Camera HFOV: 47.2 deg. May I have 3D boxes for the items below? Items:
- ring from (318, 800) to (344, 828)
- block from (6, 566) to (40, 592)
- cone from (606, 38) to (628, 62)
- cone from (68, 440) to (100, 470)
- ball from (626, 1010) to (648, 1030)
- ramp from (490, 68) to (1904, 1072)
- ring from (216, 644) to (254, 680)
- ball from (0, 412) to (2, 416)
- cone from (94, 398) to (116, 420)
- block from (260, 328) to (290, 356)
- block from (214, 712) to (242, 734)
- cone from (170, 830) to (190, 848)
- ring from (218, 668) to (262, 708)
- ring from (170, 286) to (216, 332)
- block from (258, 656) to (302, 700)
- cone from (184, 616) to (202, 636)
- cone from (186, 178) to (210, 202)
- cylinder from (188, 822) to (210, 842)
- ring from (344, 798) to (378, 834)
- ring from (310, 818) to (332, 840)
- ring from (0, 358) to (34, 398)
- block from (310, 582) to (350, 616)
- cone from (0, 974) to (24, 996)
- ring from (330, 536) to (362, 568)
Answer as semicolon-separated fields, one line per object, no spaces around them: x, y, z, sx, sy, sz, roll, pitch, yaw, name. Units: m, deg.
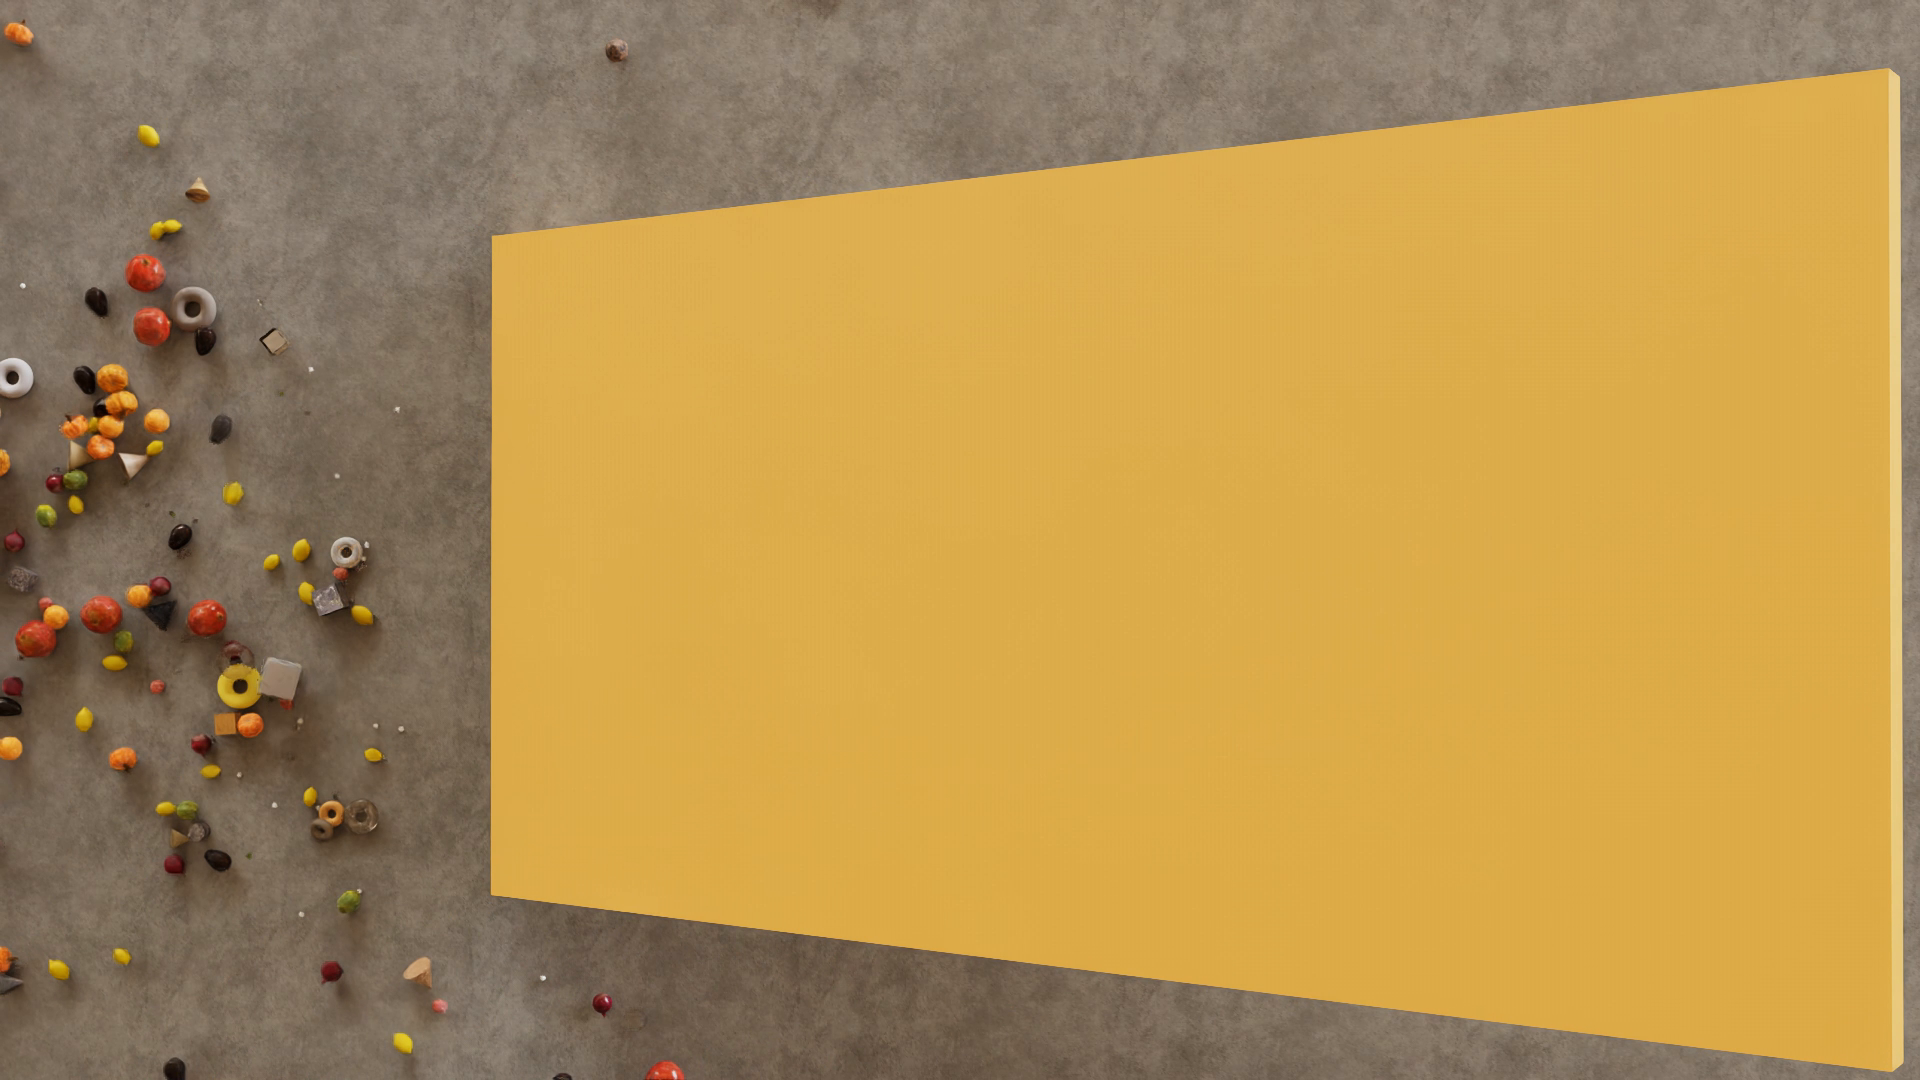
-1.924;0.840;6.739;0.081;0.027;0.081;0;91;0;ring
-2.869;0.120;6.729;0.058;0.058;0.058;28;90;0;block
-1.057;-1.509;6.734;0.072;0.072;0.072;0;90;0;cone
-2.679;-0.255;6.739;0.096;0.096;0.096;4;89;-27;cone
-0.988;1.466;6.715;0.065;0.065;0.065;0;90;0;ball
0.245;0.068;5.570;4.000;0.100;2.000;0;89;35;ramp
-2.204;0.370;6.691;0.112;0.037;0.112;-1;96;-10;ring
-2.965;-0.387;6.736;0.052;0.052;0.052;0;90;0;ball
-2.630;-0.404;6.727;0.070;0.070;0.070;0;90;0;cone
-2.097;-0.608;6.734;0.058;0.058;0.058;-40;90;0;block
-2.237;0.560;6.723;0.062;0.062;0.062;-5;90;0;block
-2.384;0.917;6.738;0.060;0.060;0.060;6;89;-27;cone
-2.203;0.448;6.732;0.138;0.046;0.138;0;88;-4;ring
-2.350;-0.707;6.741;0.142;0.047;0.142;0;91;0;ring
-2.069;0.421;6.691;0.099;0.099;0.099;15;90;-20;block
-2.355;0.264;6.728;0.058;0.058;0.058;0;90;0;cone
-2.339;-1.086;6.752;0.070;0.070;0.070;-6;63;0;cone
-2.328;0.893;6.725;0.054;0.054;0.054;0;90;0;cylinder
-1.834;0.845;6.734;0.108;0.036;0.108;0;88;0;ring
-1.954;0.886;6.728;0.075;0.025;0.075;6;119;11;ring
-2.903;-0.497;6.742;0.124;0.041;0.124;0;90;1;ring
-1.923;0.181;6.718;0.078;0.078;0.078;-21;90;0;block
-2.901;1.356;6.732;0.071;0.071;0.071;-2;89;-27;cone
-1.880;0.039;6.742;0.098;0.033;0.098;0;88;0;ring
